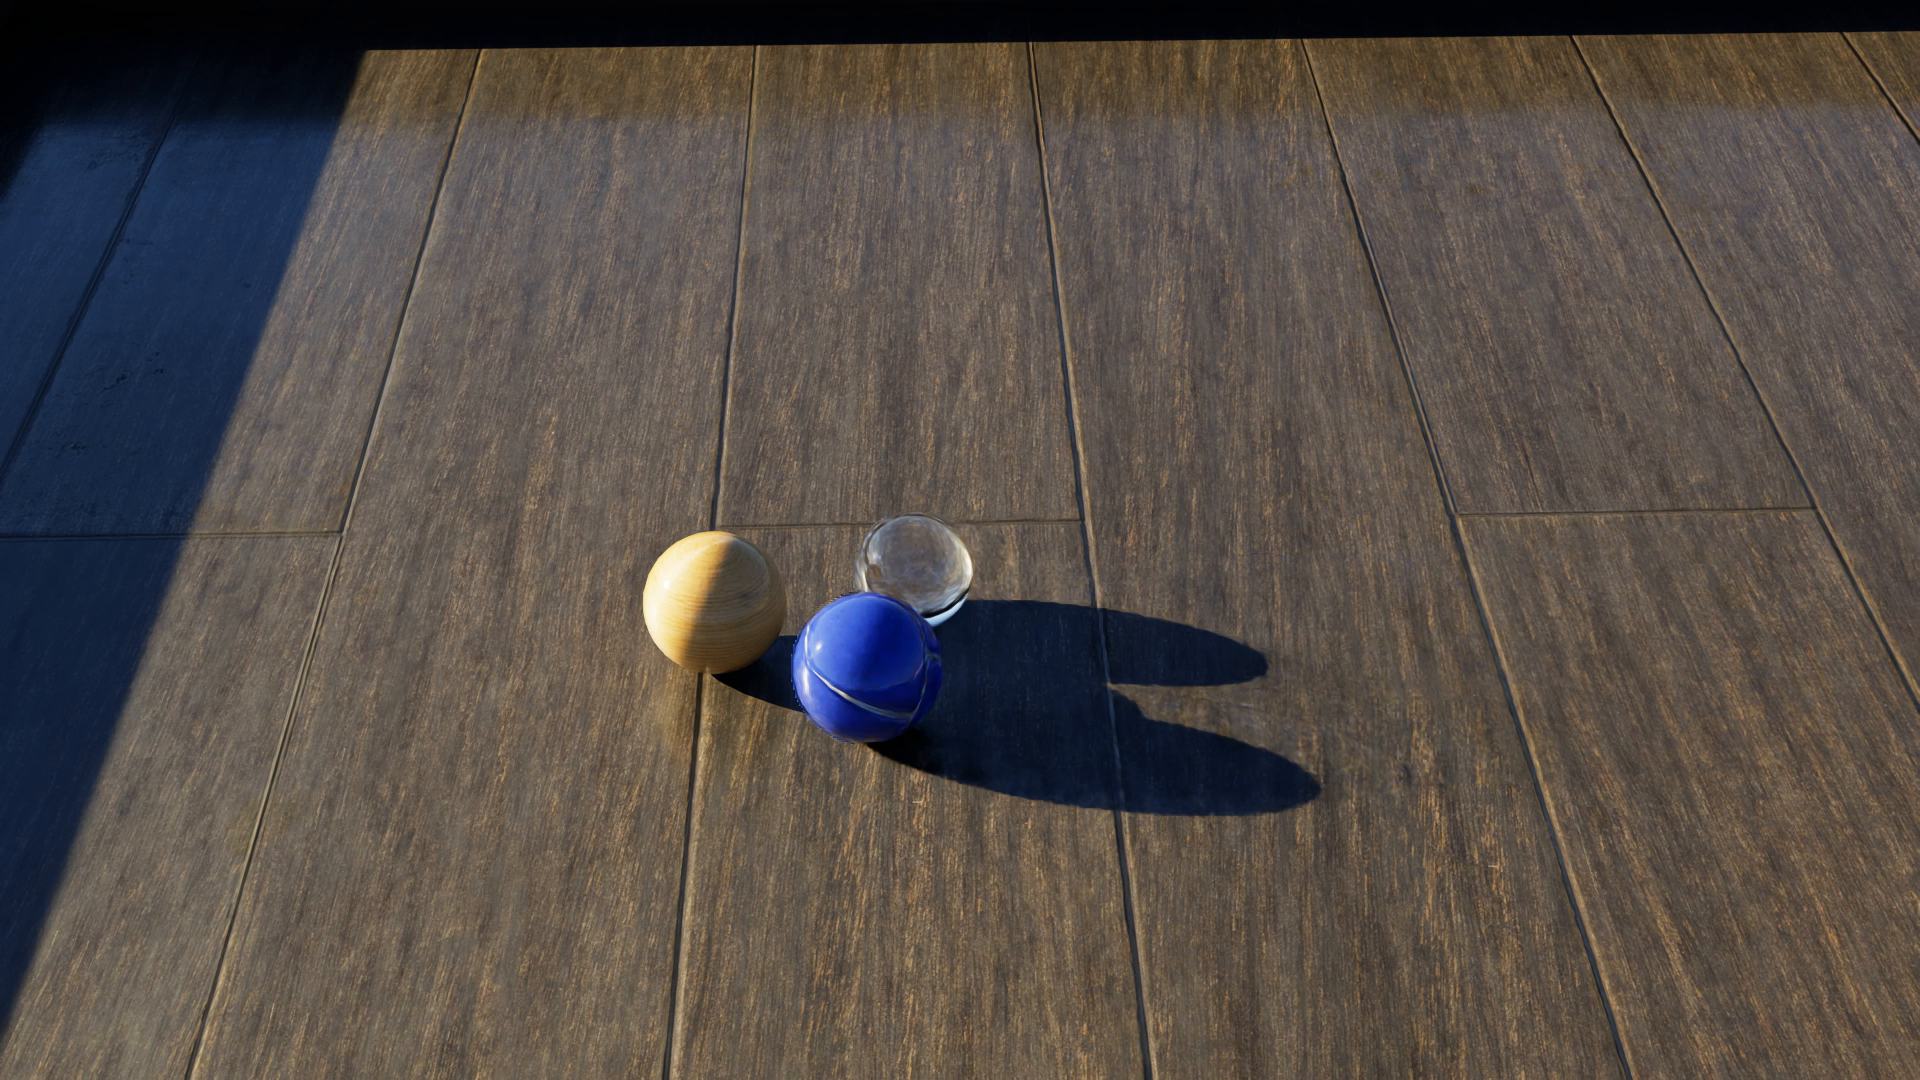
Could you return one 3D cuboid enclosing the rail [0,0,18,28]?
[{"bbox_3d":[-0.838,-0.001,1.618,0.045,0.117,1.849,-1,36,-1],"label":"rail"}]

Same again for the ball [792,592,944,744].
[{"bbox_3d":[-0.055,0.076,1.536,0.090,0.090,0.090,0,36,0],"label":"ball"}]

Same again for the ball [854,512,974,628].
[{"bbox_3d":[-0.029,0.020,1.627,0.075,0.075,0.075,0,36,0],"label":"ball"}]

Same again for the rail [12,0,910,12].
[{"bbox_3d":[0.836,-0.557,2.387,3.449,0.117,0.045,-1,36,-1],"label":"rail"}]

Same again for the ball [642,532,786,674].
[{"bbox_3d":[-0.152,0.039,1.589,0.089,0.089,0.089,0,36,0],"label":"ball"}]
